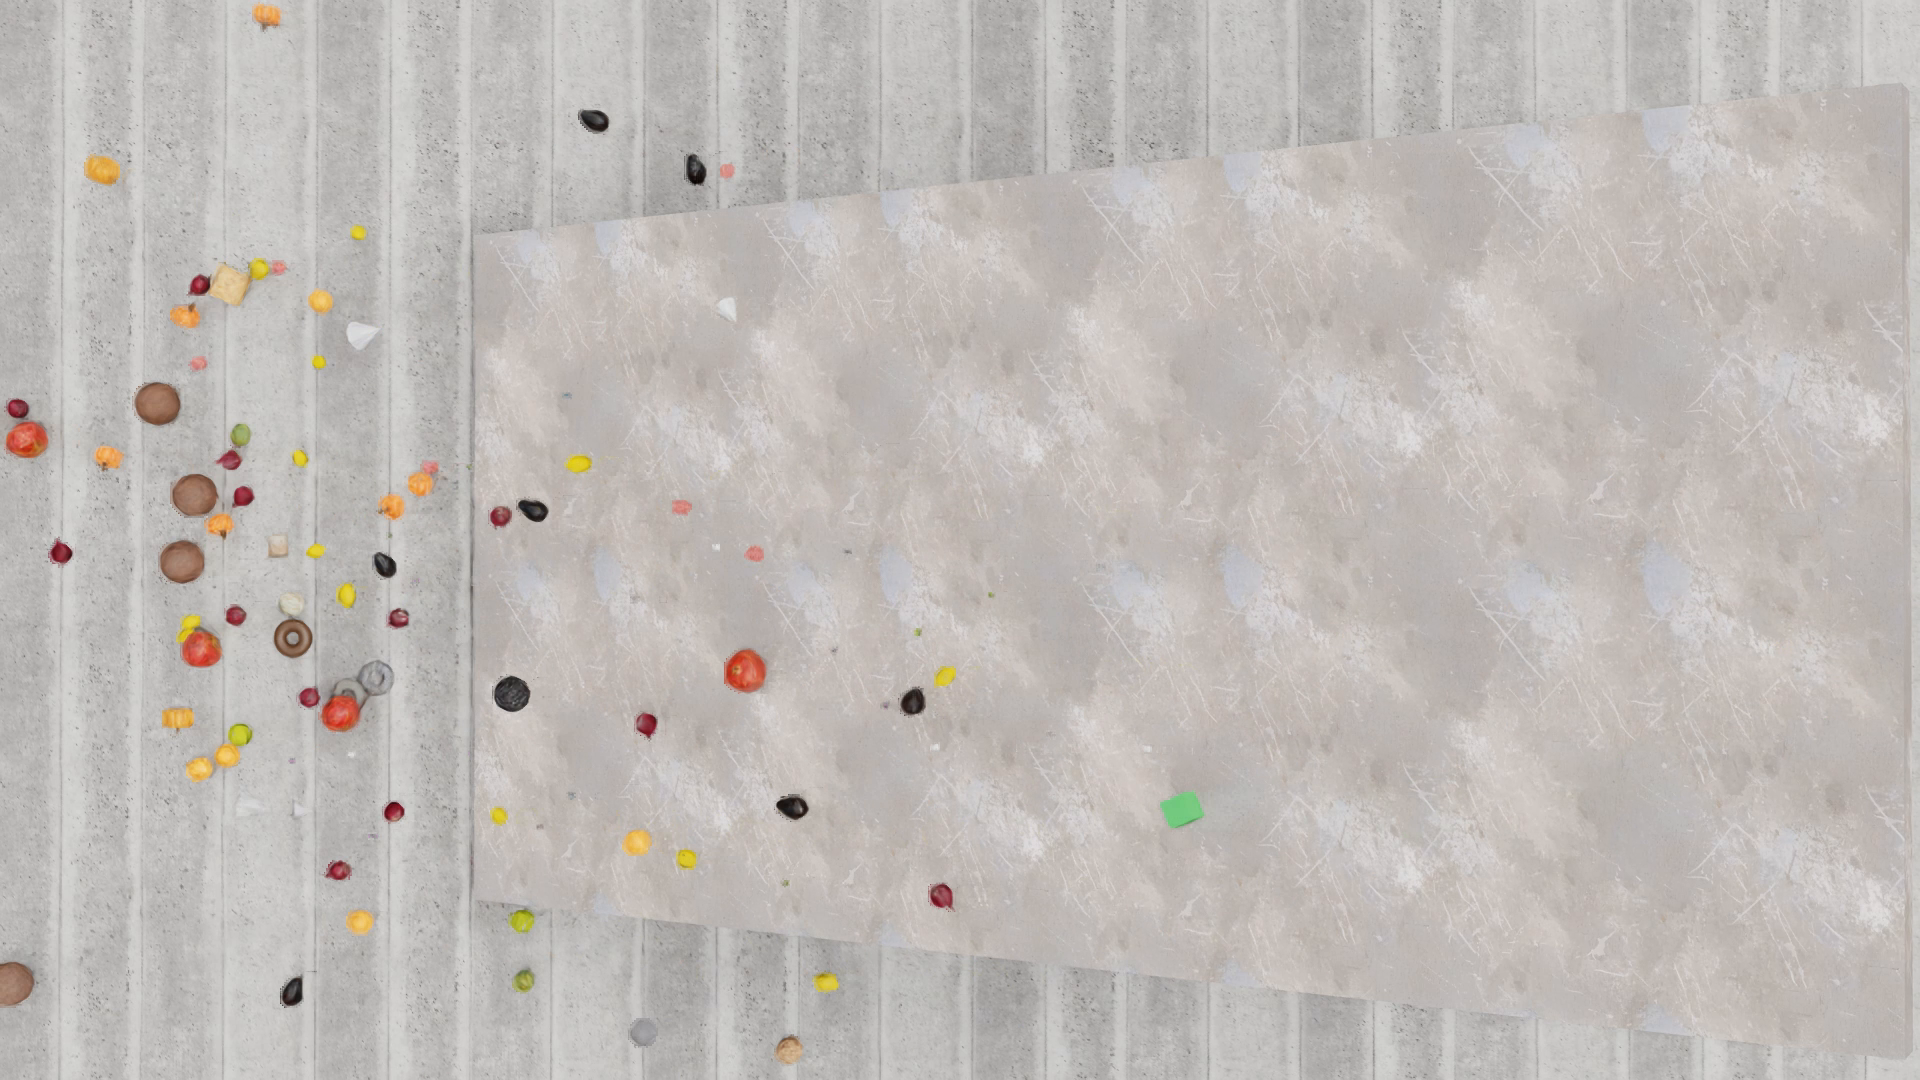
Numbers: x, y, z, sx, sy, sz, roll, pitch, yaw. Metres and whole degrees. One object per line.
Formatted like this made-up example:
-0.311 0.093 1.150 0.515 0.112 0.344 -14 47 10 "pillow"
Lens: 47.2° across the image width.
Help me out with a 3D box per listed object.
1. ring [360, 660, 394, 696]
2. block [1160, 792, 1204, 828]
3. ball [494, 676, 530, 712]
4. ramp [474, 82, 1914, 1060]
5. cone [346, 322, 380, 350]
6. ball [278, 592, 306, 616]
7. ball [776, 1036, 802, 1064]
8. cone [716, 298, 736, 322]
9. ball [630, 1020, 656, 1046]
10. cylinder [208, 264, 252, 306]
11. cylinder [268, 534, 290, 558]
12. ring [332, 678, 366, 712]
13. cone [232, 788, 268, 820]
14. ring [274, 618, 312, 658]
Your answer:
-1.773 0.420 6.684 0.109 0.036 0.109 0 90 1 "ring"
0.539 0.653 5.325 0.066 0.066 0.066 -29 75 28 "block"
-1.252 0.431 6.144 0.099 0.099 0.099 0 89 0 "ball"
0.261 0.072 5.602 4.000 0.100 2.000 0 89 32 "ramp"
-1.788 -0.628 6.649 0.089 0.089 0.089 -14 89 23 "cone"
-2.025 0.193 6.667 0.076 0.076 0.076 0 89 0 "ball"
-0.514 1.537 6.622 0.079 0.079 0.079 0 89 0 "ball"
-0.634 -0.625 6.071 0.063 0.063 0.063 -31 69 0 "cone"
-0.959 1.491 6.656 0.075 0.075 0.075 0 89 0 "ball"
-2.211 -0.770 6.663 0.098 0.098 0.098 24 88 0 "cylinder"
-2.068 0.020 6.668 0.060 0.060 0.060 -9 76 0 "cylinder"
-1.855 0.472 6.678 0.106 0.035 0.106 1 101 7 "ring"
-2.144 0.809 6.672 0.097 0.097 0.097 16 89 -23 "cone"
-2.027 0.299 6.684 0.119 0.040 0.119 0 91 4 "ring"
